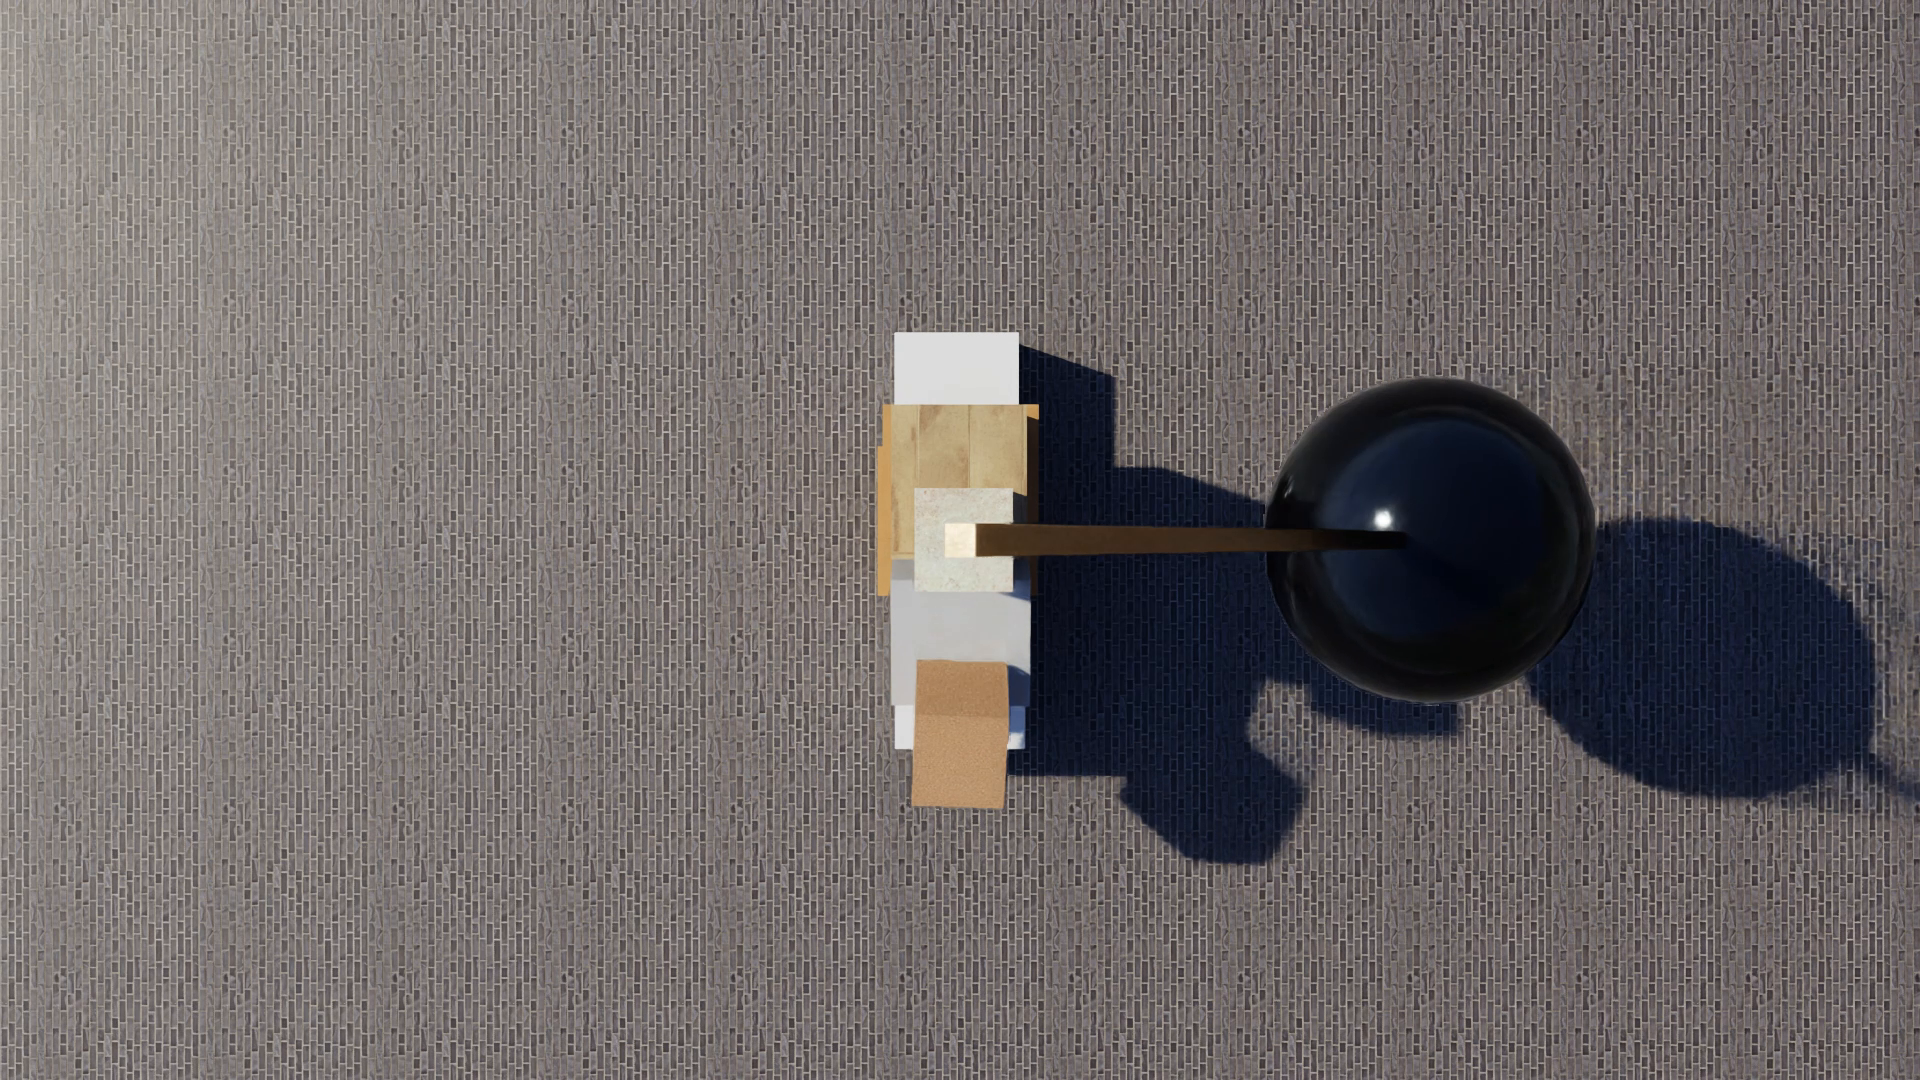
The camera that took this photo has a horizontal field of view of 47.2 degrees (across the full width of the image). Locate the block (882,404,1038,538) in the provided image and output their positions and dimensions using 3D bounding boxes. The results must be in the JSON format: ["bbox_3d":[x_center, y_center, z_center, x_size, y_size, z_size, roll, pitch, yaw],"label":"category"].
[{"bbox_3d":[0.004,-0.354,11.760,0.805,0.804,0.692,0,90,0],"label":"block"}]

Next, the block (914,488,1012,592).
[{"bbox_3d":[0.017,0.000,10.310,0.450,0.488,0.474,0,90,0],"label":"block"}]

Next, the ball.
[{"bbox_3d":[2.295,0.000,10.784,1.600,1.600,1.600,0,90,0],"label":"ball"}]

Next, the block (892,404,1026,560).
[{"bbox_3d":[-0.005,-0.280,10.956,0.652,0.804,0.742,0,90,0],"label":"block"}]

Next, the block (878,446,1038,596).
[{"bbox_3d":[-0.014,-0.105,12.581,0.884,0.837,0.825,0,90,0],"label":"block"}]

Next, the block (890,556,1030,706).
[{"bbox_3d":[0.004,0.446,11.852,0.730,0.675,0.698,0,107,0],"label":"block"}]

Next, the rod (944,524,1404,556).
[{"bbox_3d":[0.994,0.000,7.642,0.080,5.200,0.080,0,90,22],"label":"rod"}]

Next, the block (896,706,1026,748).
[{"bbox_3d":[0.001,0.742,12.638,0.727,0.724,0.849,0,90,0],"label":"block"}]

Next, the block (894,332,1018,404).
[{"bbox_3d":[-0.018,-0.847,12.684,0.698,0.632,0.639,0,90,0],"label":"block"}]

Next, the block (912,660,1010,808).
[{"bbox_3d":[-0.002,1.001,11.386,0.473,0.541,0.549,2,118,-1],"label":"block"}]
